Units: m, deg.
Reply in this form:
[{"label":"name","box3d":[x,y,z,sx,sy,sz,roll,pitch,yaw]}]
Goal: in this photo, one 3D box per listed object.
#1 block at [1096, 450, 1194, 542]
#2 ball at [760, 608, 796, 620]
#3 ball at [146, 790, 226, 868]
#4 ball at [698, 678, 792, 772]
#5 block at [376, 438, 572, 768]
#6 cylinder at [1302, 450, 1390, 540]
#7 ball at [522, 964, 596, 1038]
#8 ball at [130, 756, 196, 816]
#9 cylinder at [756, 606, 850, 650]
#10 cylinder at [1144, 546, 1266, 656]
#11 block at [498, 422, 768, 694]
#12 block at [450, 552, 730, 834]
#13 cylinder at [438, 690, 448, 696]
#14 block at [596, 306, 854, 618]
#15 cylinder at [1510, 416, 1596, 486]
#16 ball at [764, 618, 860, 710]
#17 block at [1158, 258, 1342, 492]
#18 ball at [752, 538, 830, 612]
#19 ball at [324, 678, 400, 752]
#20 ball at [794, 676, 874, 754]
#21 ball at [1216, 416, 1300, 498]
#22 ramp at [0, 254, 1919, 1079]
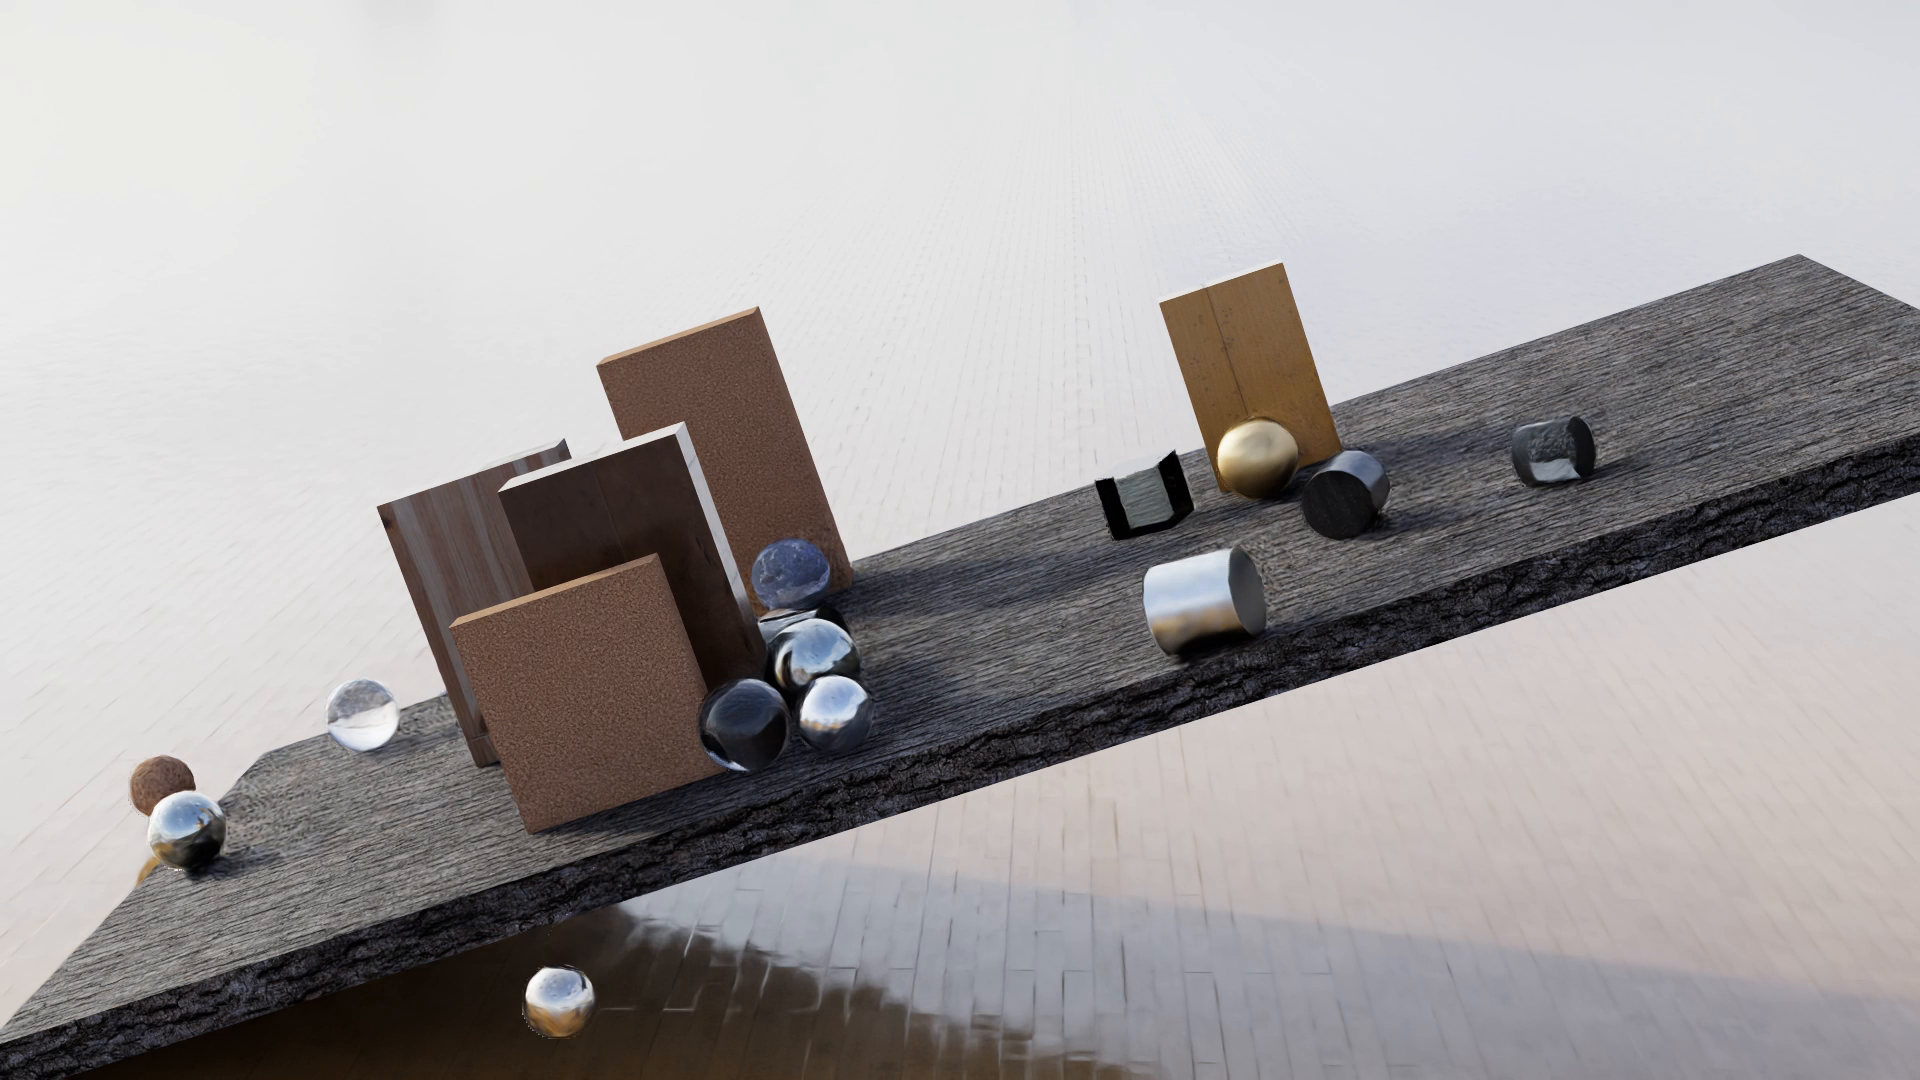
[{"label":"block","box3d":[0.410,-0.099,6.524,0.143,0.143,0.143,-13,12,30]},{"label":"ball","box3d":[-0.379,0.217,6.314,0.141,0.141,0.141,0,12,0]},{"label":"ball","box3d":[-1.688,0.633,6.422,0.169,0.169,0.169,0,12,0]},{"label":"ball","box3d":[-0.410,0.351,5.596,0.178,0.178,0.178,0,12,0]},{"label":"block","box3d":[-0.962,0.138,6.436,0.415,0.616,0.115,-18,11,6]},{"label":"cylinder","box3d":[0.768,-0.090,5.856,0.144,0.144,0.144,5,19,20]},{"label":"ball","box3d":[-0.694,0.798,5.098,0.125,0.125,0.125,0,12,0]},{"label":"ball","box3d":[-1.919,0.595,7.077,0.154,0.154,0.154,0,12,0]},{"label":"cylinder","box3d":[-0.334,0.232,6.099,0.165,0.165,0.165,-13,5,26]},{"label":"cylinder","box3d":[0.445,0.112,5.346,0.167,0.167,0.167,-14,5,26]},{"label":"block","box3d":[-0.629,0.126,5.889,0.373,0.628,0.138,-18,11,6]},{"label":"block","box3d":[-0.711,0.298,5.691,0.415,0.435,0.080,-18,11,6]},{"label":"cylinder","box3d":[-1.366,0.449,8.077,0.114,0.114,0.114,3,12,15]},{"label":"block","box3d":[-0.558,-0.163,7.036,0.394,0.693,0.134,-18,11,6]},{"label":"cylinder","box3d":[1.146,-0.171,5.682,0.117,0.117,0.117,-10,3,39]},{"label":"ball","box3d":[-0.294,0.251,5.859,0.191,0.191,0.191,0,12,0]},{"label":"block","box3d":[0.653,-0.370,6.617,0.288,0.454,0.082,-18,11,6]},{"label":"ball","box3d":[-0.394,0.086,6.874,0.185,0.185,0.185,0,12,0]},{"label":"ball","box3d":[-1.430,0.417,7.032,0.177,0.177,0.177,0,12,0]},{"label":"ball","box3d":[-0.236,0.326,5.505,0.147,0.147,0.147,0,12,0]},{"label":"ball","box3d":[0.650,-0.180,6.416,0.179,0.179,0.179,0,12,0]},{"label":"ramp","box3d":[0.106,0.180,6.305,4.000,0.100,2.000,-18,11,6]}]
